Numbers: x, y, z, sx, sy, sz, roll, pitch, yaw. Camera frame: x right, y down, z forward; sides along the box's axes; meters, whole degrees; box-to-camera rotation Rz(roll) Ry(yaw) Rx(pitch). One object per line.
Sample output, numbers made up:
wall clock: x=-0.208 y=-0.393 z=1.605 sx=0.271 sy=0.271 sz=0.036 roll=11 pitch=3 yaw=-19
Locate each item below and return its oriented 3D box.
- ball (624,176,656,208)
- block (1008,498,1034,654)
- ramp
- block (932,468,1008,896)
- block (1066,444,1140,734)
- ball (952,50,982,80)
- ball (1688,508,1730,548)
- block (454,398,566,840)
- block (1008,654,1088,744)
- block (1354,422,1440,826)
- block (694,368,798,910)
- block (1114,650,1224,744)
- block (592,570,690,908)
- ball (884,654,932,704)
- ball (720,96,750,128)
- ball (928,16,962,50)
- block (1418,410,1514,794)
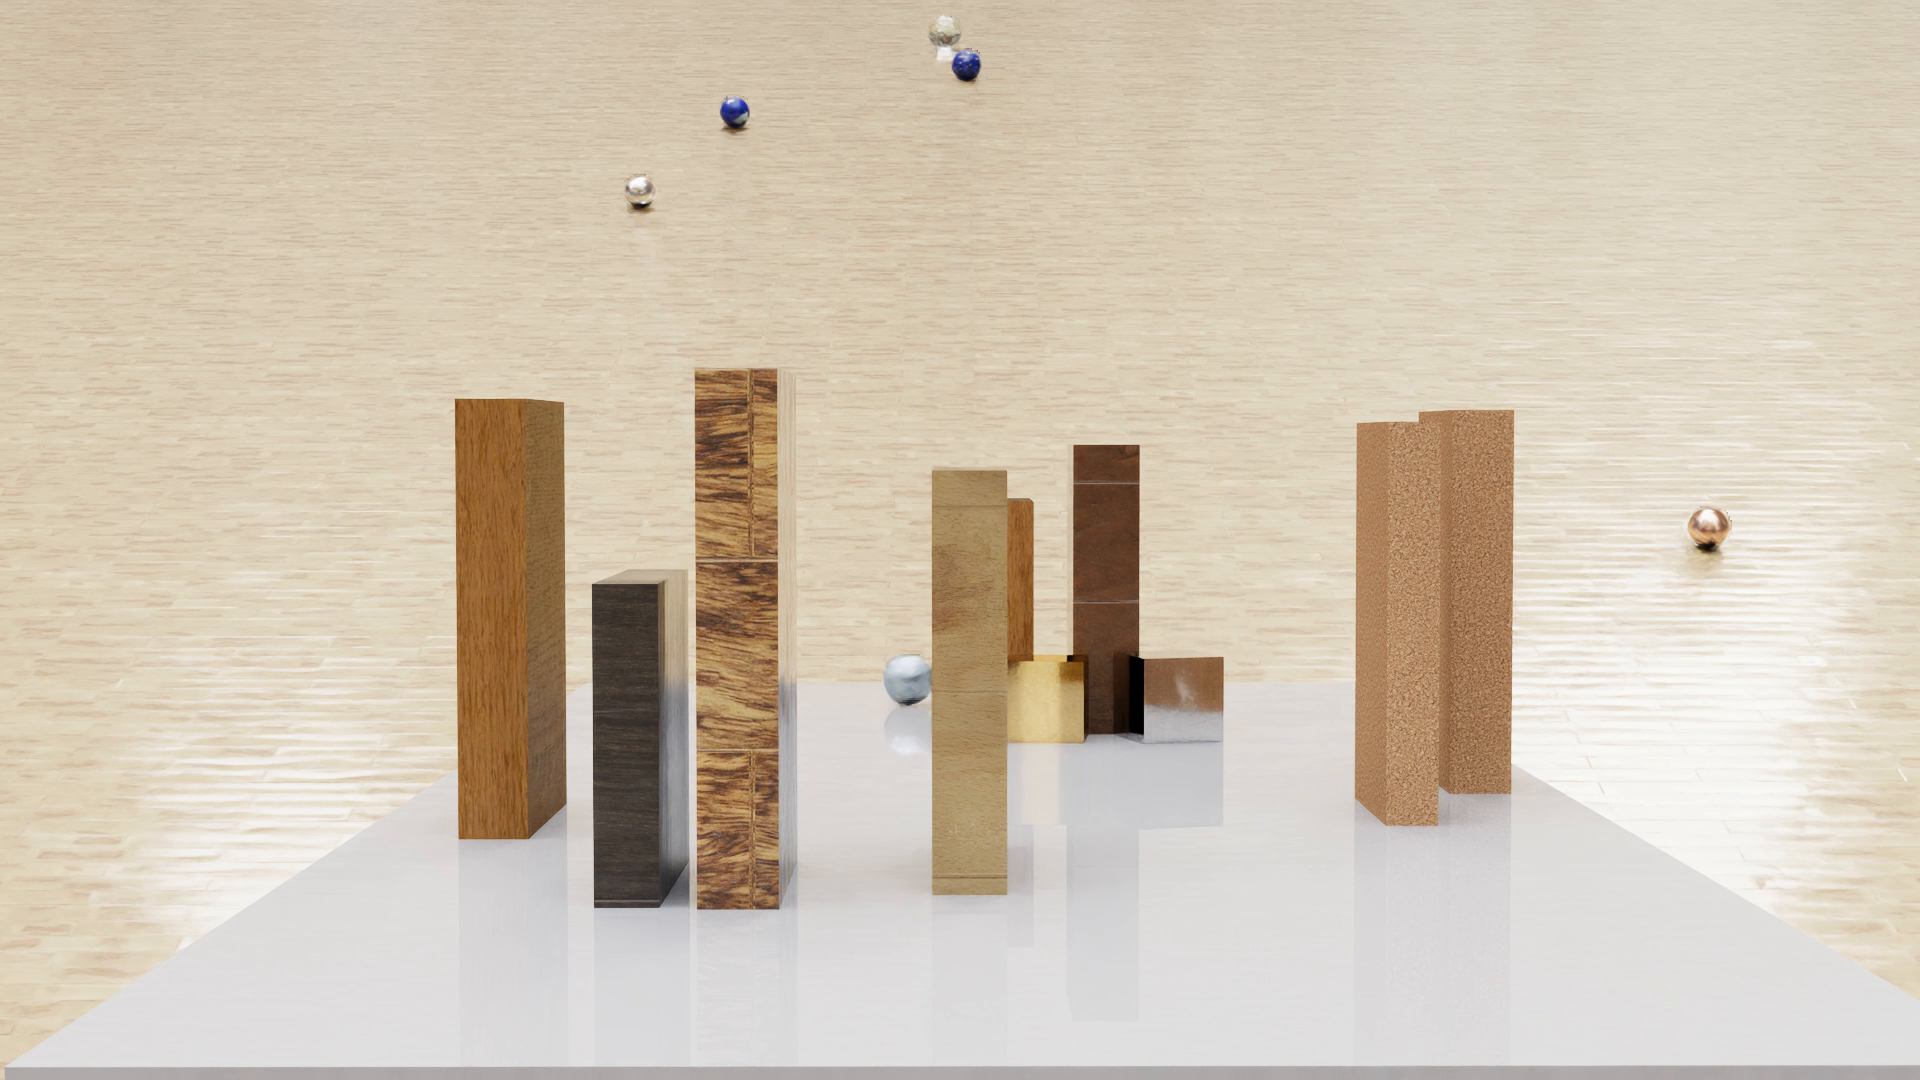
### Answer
ball: x=-1.340 y=-1.456 z=10.772 sx=0.132 sy=0.132 sz=0.132 roll=0 pitch=24 yaw=0
block: x=0.112 y=0.152 z=5.742 sx=0.095 sy=0.483 sz=0.365 roll=0 pitch=2 yaw=0
ramp: x=0.054 y=0.491 z=4.542 sx=2.000 sy=0.100 sz=4.000 roll=0 pitch=2 yaw=0
block: x=0.013 y=0.186 z=3.695 sx=0.102 sy=0.576 sz=0.424 roll=0 pitch=2 yaw=0
block: x=0.306 y=0.098 z=5.540 sx=0.139 sy=0.607 sz=0.303 roll=0 pitch=2 yaw=0
ball: x=0.031 y=-2.363 z=12.824 sx=0.151 sy=0.151 sz=0.151 roll=0 pitch=24 yaw=0
ball: x=2.192 y=-0.037 z=7.539 sx=0.118 sy=0.118 sz=0.118 roll=0 pitch=24 yaw=0
block: x=-0.722 y=0.115 z=4.167 sx=0.108 sy=0.681 sz=0.394 roll=0 pitch=2 yaw=0
block: x=0.177 y=0.327 z=5.319 sx=0.167 sy=0.167 sz=0.167 roll=0 pitch=2 yaw=6
block: x=0.722 y=0.128 z=4.265 sx=0.083 sy=0.646 sz=0.326 roll=0 pitch=2 yaw=0
block: x=-0.292 y=0.123 z=3.569 sx=0.108 sy=0.711 sz=0.392 roll=0 pitch=2 yaw=0
block: x=0.431 y=0.323 z=5.322 sx=0.174 sy=0.174 sz=0.174 roll=-1 pitch=2 yaw=-17
block: x=-0.441 y=0.264 z=3.583 sx=0.087 sy=0.429 sz=0.386 roll=0 pitch=2 yaw=0
ball: x=-0.120 y=0.326 z=5.995 sx=0.117 sy=0.117 sz=0.117 roll=0 pitch=24 yaw=0
ball: x=-1.048 y=-1.992 z=11.989 sx=0.140 sy=0.140 sz=0.140 roll=0 pitch=24 yaw=0
ball: x=-0.080 y=-2.648 z=13.448 sx=0.175 sy=0.175 sz=0.175 roll=0 pitch=24 yaw=0
block: x=0.907 y=0.102 z=4.638 sx=0.107 sy=0.669 sz=0.327 roll=0 pitch=2 yaw=0
